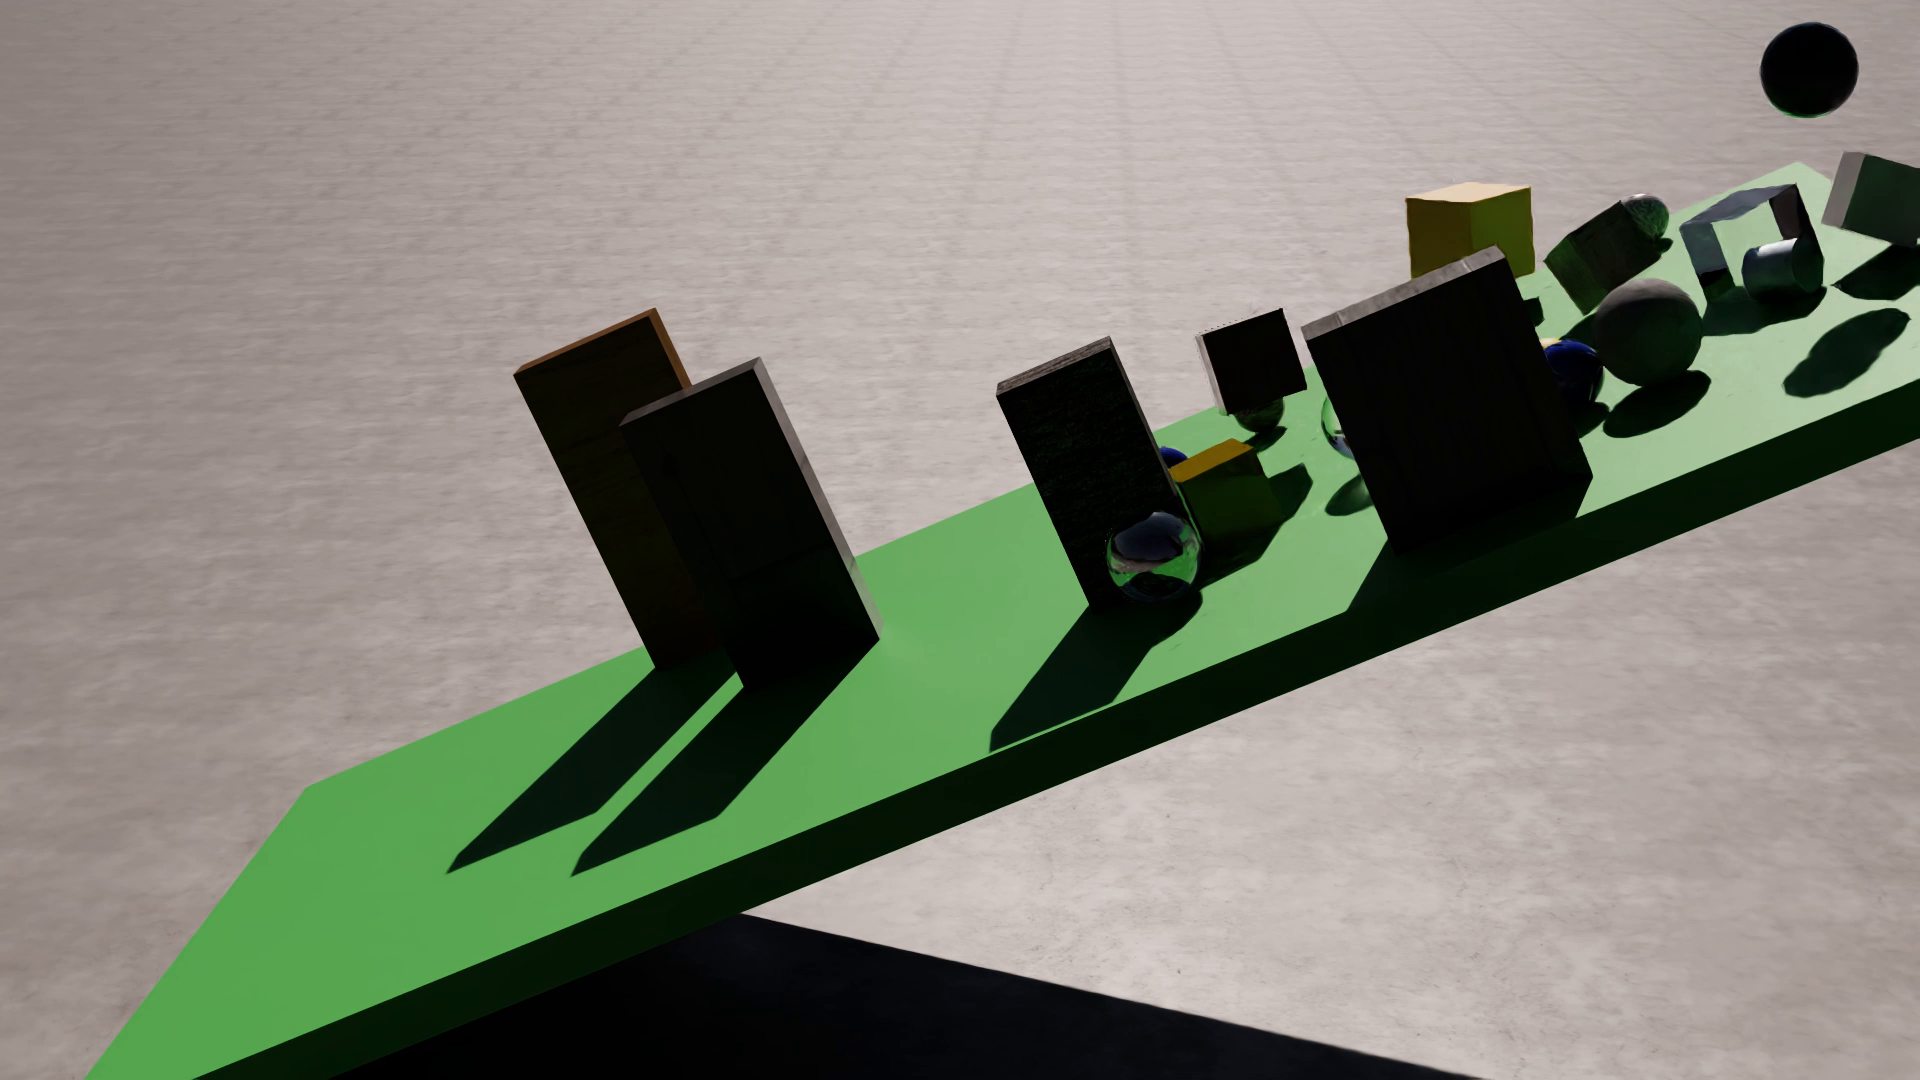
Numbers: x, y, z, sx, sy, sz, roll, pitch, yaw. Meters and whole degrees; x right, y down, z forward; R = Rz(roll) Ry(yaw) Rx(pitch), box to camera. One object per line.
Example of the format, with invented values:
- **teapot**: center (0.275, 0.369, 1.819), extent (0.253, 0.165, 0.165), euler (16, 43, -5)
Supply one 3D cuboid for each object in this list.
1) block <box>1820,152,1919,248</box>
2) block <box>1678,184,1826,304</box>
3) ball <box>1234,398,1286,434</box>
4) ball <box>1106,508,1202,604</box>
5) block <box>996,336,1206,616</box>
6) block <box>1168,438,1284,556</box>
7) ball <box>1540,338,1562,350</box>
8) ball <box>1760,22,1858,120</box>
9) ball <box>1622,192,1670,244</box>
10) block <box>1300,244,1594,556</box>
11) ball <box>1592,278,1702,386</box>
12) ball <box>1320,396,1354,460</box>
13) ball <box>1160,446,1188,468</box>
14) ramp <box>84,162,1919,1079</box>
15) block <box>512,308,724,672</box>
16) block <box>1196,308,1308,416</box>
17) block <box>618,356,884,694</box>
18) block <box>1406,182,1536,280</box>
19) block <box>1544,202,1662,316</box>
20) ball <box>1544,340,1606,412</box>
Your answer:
- **block**: center (1.825, -0.676, 5.841), extent (0.151, 0.151, 0.151), euler (15, 9, -2)
- **block**: center (1.626, -0.608, 6.043), extent (0.176, 0.176, 0.176), euler (-30, 14, -24)
- **ball**: center (0.679, -0.302, 6.685), extent (0.119, 0.119, 0.119), euler (0, 15, 0)
- **ball**: center (0.378, 0.032, 5.732), extent (0.188, 0.188, 0.188), euler (0, 15, 0)
- **block**: center (0.283, -0.129, 5.871), extent (0.244, 0.488, 0.125), euler (-23, 13, 8)
- **block**: center (0.534, -0.089, 5.986), extent (0.165, 0.165, 0.165), euler (-26, 13, -6)
- **ball**: center (1.182, -0.341, 5.894), extent (0.128, 0.128, 0.128), euler (0, 15, 0)
- **ball**: center (1.674, -0.925, 5.800), extent (0.189, 0.189, 0.189), euler (0, 15, 0)
- **ball**: center (1.577, -0.742, 6.800), extent (0.122, 0.122, 0.122), euler (0, 15, 0)
- **block**: center (0.888, -0.255, 5.380), extent (0.384, 0.437, 0.138), euler (-23, 13, 8)
- **ball**: center (1.327, -0.402, 5.683), extent (0.209, 0.209, 0.209), euler (0, 15, 0)
- **ball**: center (0.825, -0.248, 5.991), extent (0.178, 0.178, 0.178), euler (0, 15, 0)
- **ball**: center (0.446, -0.136, 6.411), extent (0.134, 0.134, 0.134), euler (0, 15, 0)
- **ramp**: center (0.131, 0.170, 6.285), extent (4.000, 0.100, 2.000), euler (-23, 13, 8)
- **block**: center (-0.721, -0.116, 6.987), extent (0.353, 0.792, 0.111), euler (-23, 13, 8)
- **block**: center (0.625, -0.381, 6.320), extent (0.180, 0.180, 0.180), euler (-18, 2, 1)
- **block**: center (-0.452, -0.031, 6.448), extent (0.321, 0.659, 0.134), euler (-23, 13, 8)
- **block**: center (1.186, -0.708, 6.829), extent (0.201, 0.201, 0.201), euler (-17, 18, -34)
- **block**: center (1.395, -0.610, 6.389), extent (0.154, 0.154, 0.154), euler (-33, -8, -13)
- **ball**: center (1.191, -0.320, 5.759), extent (0.141, 0.141, 0.141), euler (0, 15, 0)
